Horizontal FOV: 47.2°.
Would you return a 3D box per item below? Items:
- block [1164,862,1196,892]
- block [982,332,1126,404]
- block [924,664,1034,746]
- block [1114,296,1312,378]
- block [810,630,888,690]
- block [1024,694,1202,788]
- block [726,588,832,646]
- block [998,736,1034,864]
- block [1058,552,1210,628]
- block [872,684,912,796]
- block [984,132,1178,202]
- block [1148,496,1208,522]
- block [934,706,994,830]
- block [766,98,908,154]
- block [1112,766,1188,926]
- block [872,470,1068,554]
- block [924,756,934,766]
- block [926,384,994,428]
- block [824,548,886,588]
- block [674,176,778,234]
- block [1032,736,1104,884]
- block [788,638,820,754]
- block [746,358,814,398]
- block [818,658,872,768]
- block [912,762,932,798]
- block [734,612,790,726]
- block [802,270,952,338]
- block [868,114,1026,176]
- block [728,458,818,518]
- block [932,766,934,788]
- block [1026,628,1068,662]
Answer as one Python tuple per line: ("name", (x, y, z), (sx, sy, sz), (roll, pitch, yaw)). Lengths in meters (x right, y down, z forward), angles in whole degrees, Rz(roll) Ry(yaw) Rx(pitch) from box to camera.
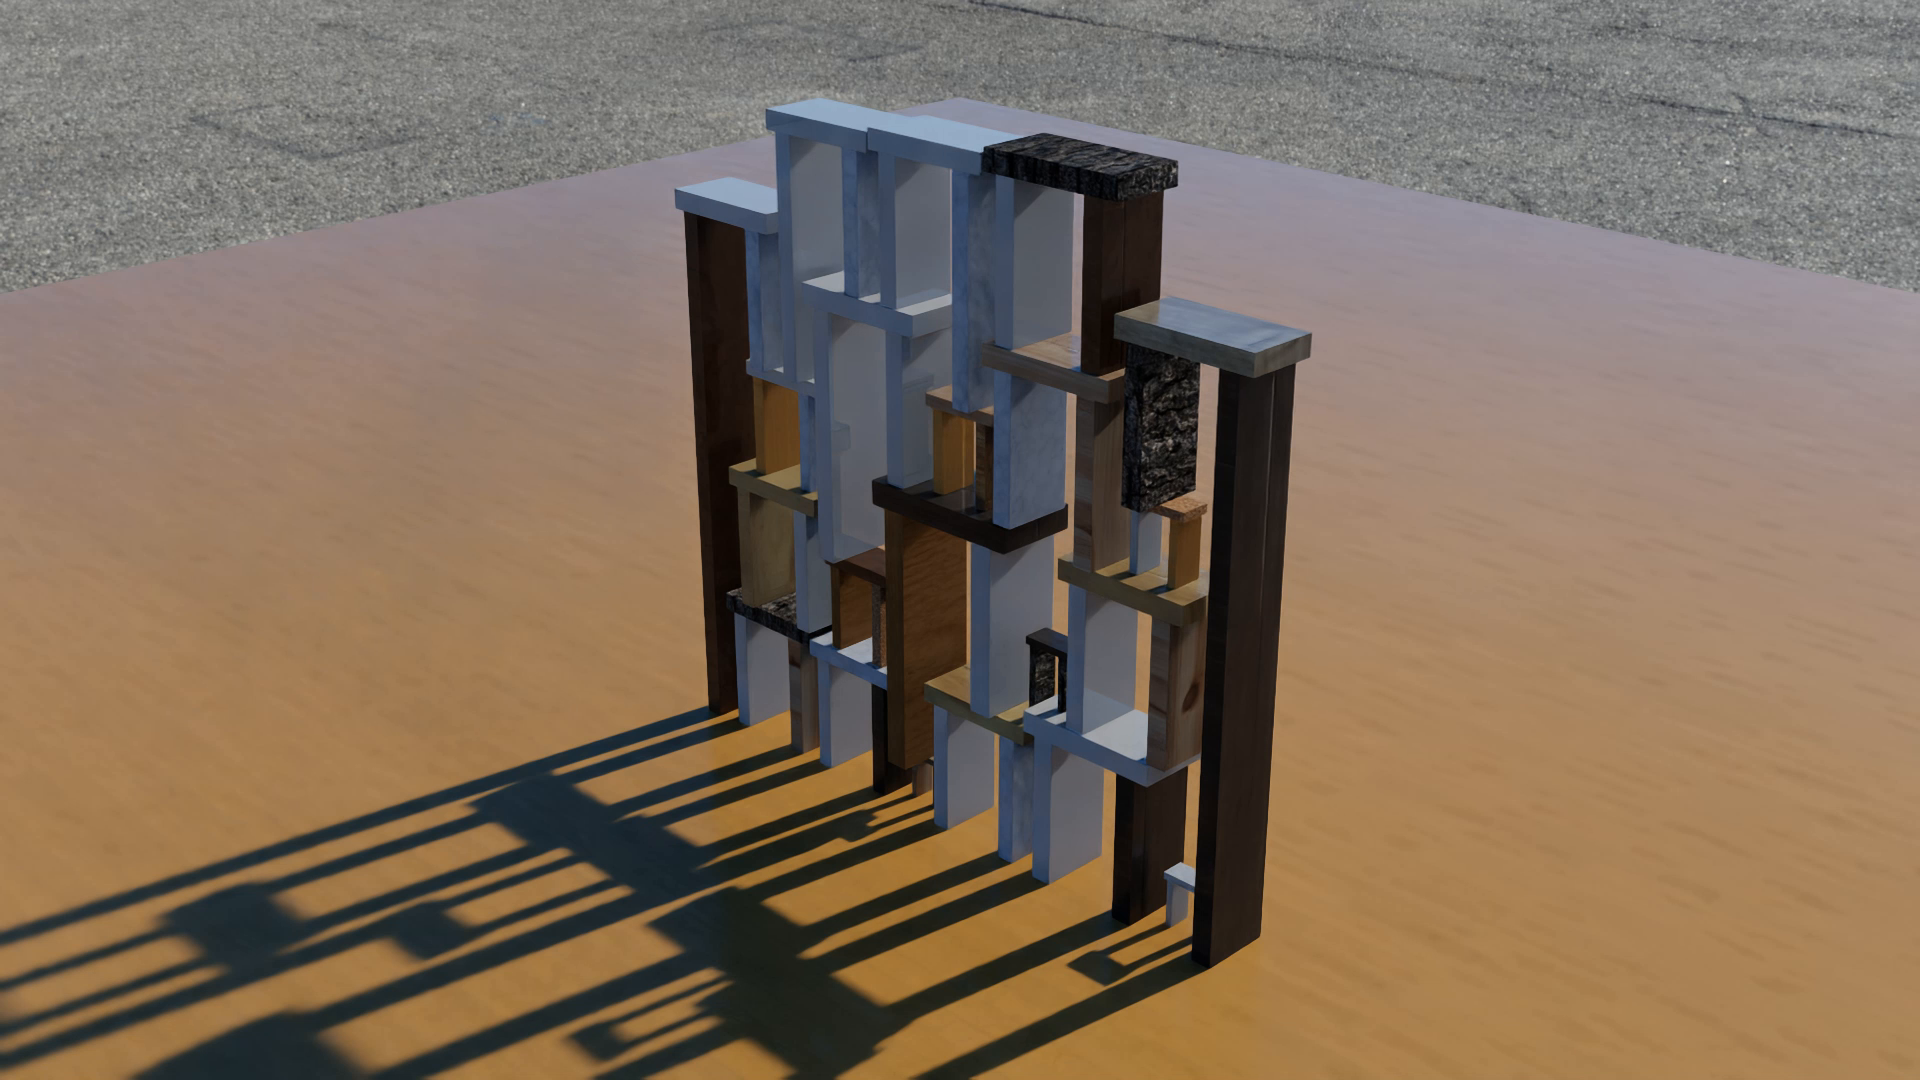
("block", (0.425, 0.623, 4.029), (0.096, 0.014, 0.048), (21, 31, 41))
("block", (0.198, -0.311, 3.870), (0.149, 0.042, 0.298), (-21, 31, -40))
("block", (0.072, 0.317, 4.279), (0.268, 0.038, 0.134), (21, 31, 41))
("block", (0.414, -0.337, 3.626), (0.148, 0.042, 0.296), (-21, 31, -41))
("block", (-0.181, 0.239, 4.523), (0.247, 0.035, 0.123), (21, 31, 41))
("block", (0.280, 0.360, 4.076), (0.305, 0.043, 0.153), (21, 31, 41))
("block", (-0.363, 0.149, 4.687), (0.264, 0.037, 0.132), (21, 31, 41))
("block", (0.135, 0.482, 4.281), (0.038, 0.268, 0.134), (21, 31, 41))
("block", (0.330, 0.071, 3.902), (0.146, 0.041, 0.292), (-21, 31, -41))
("block", (-0.123, 0.391, 4.524), (0.035, 0.247, 0.123), (21, 31, 41))
("block", (0.203, -0.636, 3.739), (0.307, 0.043, 0.153), (21, 31, 41))
("block", (0.359, -0.064, 3.816), (0.128, 0.018, 0.064), (21, 31, 40))
("block", (0.009, 0.433, 4.397), (0.038, 0.268, 0.134), (21, 31, 41))
("block", (-0.220, -0.779, 4.126), (0.280, 0.040, 0.140), (21, 31, 41))
("block", (0.352, 0.548, 4.078), (0.043, 0.305, 0.153), (21, 31, 41))
("block", (0.017, -0.069, 4.179), (0.350, 0.050, 0.175), (21, 31, 40))
("block", (-0.056, 0.438, 4.476), (0.092, 0.013, 0.046), (21, 31, 40))
("block", (0.026, -0.252, 4.078), (0.171, 0.024, 0.085), (21, 31, 40))
("block", (-0.179, 0.047, 4.432), (0.181, 0.026, 0.090), (21, 31, 41))
("block", (-0.424, -0.670, 4.395), (0.144, 0.041, 0.287), (-21, 31, -40))
("block", (0.208, 0.492, 4.210), (0.043, 0.305, 0.153), (21, 31, 41))
("block", (-0.301, 0.312, 4.689), (0.037, 0.264, 0.132), (21, 31, 41))
("block", (-0.324, -0.338, 4.438), (0.104, 0.030, 0.209), (-21, 31, -41))
("block", (-0.240, 0.345, 4.631), (0.035, 0.247, 0.123), (21, 31, 41))
("block", (-0.077, 0.478, 4.517), (0.013, 0.092, 0.046), (21, 31, 41))
("block", (-0.425, 0.263, 4.803), (0.037, 0.264, 0.132), (21, 31, 41))
("block", (-0.142, -0.454, 4.183), (0.307, 0.043, 0.153), (21, 31, 40))
("block", (-0.015, -0.708, 3.936), (0.144, 0.041, 0.288), (-21, 31, -40))
("block", (-0.340, -0.117, 4.537), (0.265, 0.038, 0.133), (21, 31, 41))
("block", (-0.034, 0.495, 4.477), (0.013, 0.092, 0.046), (21, 31, 41))
("block", (0.182, 0.195, 4.109), (0.055, 0.016, 0.110), (-21, 31, -40))
